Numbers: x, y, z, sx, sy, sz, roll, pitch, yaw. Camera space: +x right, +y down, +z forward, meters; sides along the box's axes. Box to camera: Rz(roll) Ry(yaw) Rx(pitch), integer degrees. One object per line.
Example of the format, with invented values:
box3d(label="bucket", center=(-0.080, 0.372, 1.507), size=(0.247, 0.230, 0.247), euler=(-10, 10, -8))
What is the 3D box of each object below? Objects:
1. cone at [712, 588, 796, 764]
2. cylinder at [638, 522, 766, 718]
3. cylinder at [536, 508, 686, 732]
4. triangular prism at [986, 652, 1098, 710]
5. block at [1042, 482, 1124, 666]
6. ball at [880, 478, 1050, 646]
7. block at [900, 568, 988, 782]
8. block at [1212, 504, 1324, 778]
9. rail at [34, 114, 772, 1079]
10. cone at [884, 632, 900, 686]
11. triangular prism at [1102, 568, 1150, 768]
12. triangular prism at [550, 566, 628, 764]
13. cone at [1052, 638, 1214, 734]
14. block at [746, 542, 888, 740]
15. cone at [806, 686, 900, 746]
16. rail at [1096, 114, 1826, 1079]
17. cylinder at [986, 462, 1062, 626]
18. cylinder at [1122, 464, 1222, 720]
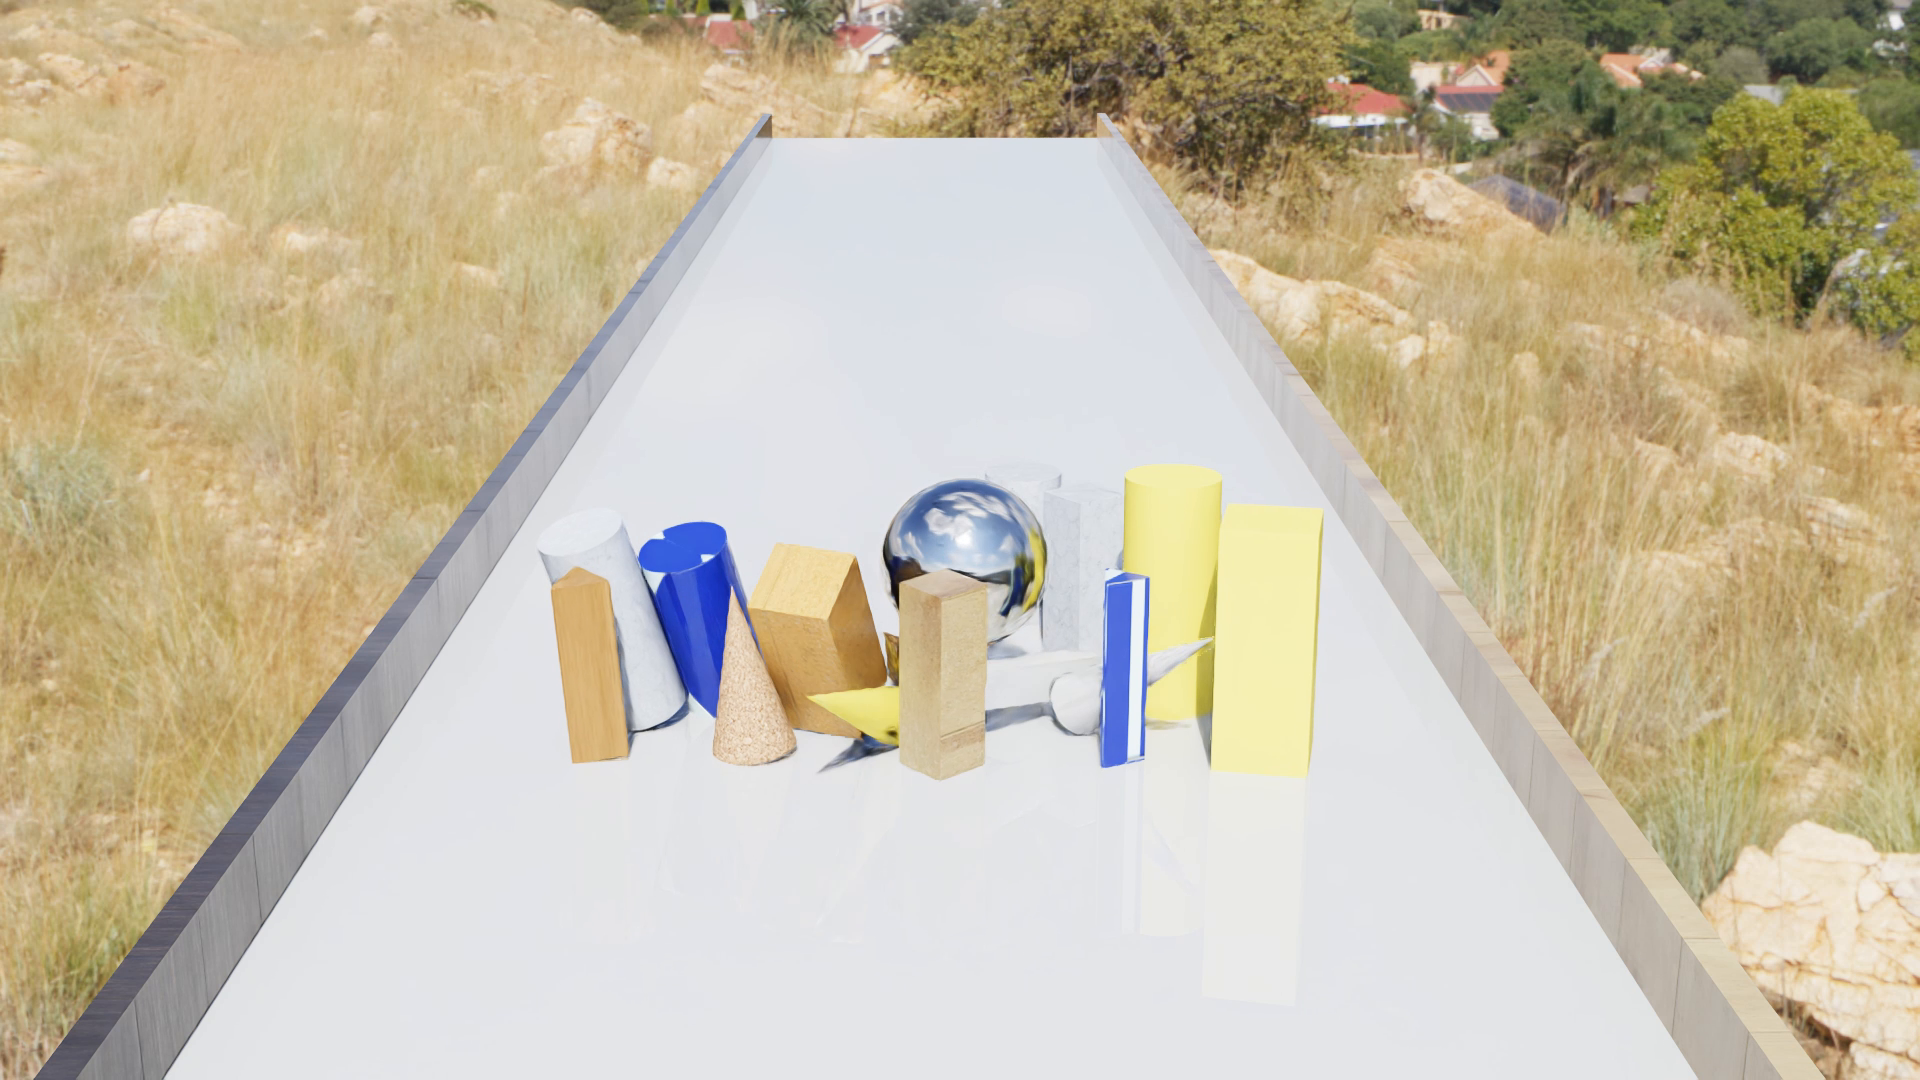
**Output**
box3d(label="cone", center=(-0.384, 0.224, 3.898), size=(0.152, 0.312, 0.152), euler=(-5, 21, 2))
box3d(label="cylinder", center=(-0.469, 0.149, 4.078), size=(0.167, 0.332, 0.167), euler=(-11, 32, 7))
box3d(label="cylinder", center=(-0.631, 0.147, 4.003), size=(0.158, 0.386, 0.158), euler=(-12, 29, 7))
box3d(label="triangular prism", center=(0.119, 0.241, 4.011), size=(0.301, 0.095, 0.083), euler=(-4, -26, -41))
box3d(label="block", center=(0.246, 0.071, 4.391), size=(0.114, 0.341, 0.114), euler=(-12, 20, -35))
box3d(label="ball", center=(0.009, 0.042, 4.006), size=(0.312, 0.312, 0.312), euler=(0, 17, 0))
box3d(label="block", center=(-0.030, 0.235, 3.832), size=(0.107, 0.339, 0.107), euler=(-16, 26, -40))
box3d(label="block", center=(0.540, 0.175, 3.862), size=(0.167, 0.442, 0.167), euler=(3, 17, 11))
box3d(label="rail", center=(-1.118, -0.838, 7.780), size=(0.050, 0.150, 12.000), euler=(0, 17, -1))
box3d(label="cone", center=(-0.101, 0.208, 3.939), size=(0.120, 0.120, 0.432), euler=(3, -14, 8))
box3d(label="triangular prism", center=(0.273, 0.223, 3.877), size=(0.088, 0.341, 0.076), euler=(-8, 18, -26))
box3d(label="triangular prism", center=(-0.656, 0.217, 3.880), size=(0.099, 0.338, 0.086), euler=(-8, 23, -13))
box3d(label="cone", center=(0.326, 0.234, 3.906), size=(0.117, 0.117, 0.374), euler=(-17, -10, -44))
box3d(label="block", center=(-0.250, 0.184, 3.938), size=(0.150, 0.352, 0.150), euler=(8, 51, 17))
box3d(label="cone", center=(-0.186, 0.287, 3.790), size=(0.110, 0.110, 0.412), euler=(6, -7, 20))
box3d(label="rail", center=(0.932, -0.844, 7.801), size=(0.050, 0.150, 12.000), euler=(0, 17, -1))
box3d(label="cylinder", center=(0.133, 0.007, 4.656), size=(0.160, 0.312, 0.160), euler=(0, 17, 0))
box3d(label="cylinder", center=(0.394, 0.096, 4.122), size=(0.180, 0.446, 0.180), euler=(0, 17, 0))
